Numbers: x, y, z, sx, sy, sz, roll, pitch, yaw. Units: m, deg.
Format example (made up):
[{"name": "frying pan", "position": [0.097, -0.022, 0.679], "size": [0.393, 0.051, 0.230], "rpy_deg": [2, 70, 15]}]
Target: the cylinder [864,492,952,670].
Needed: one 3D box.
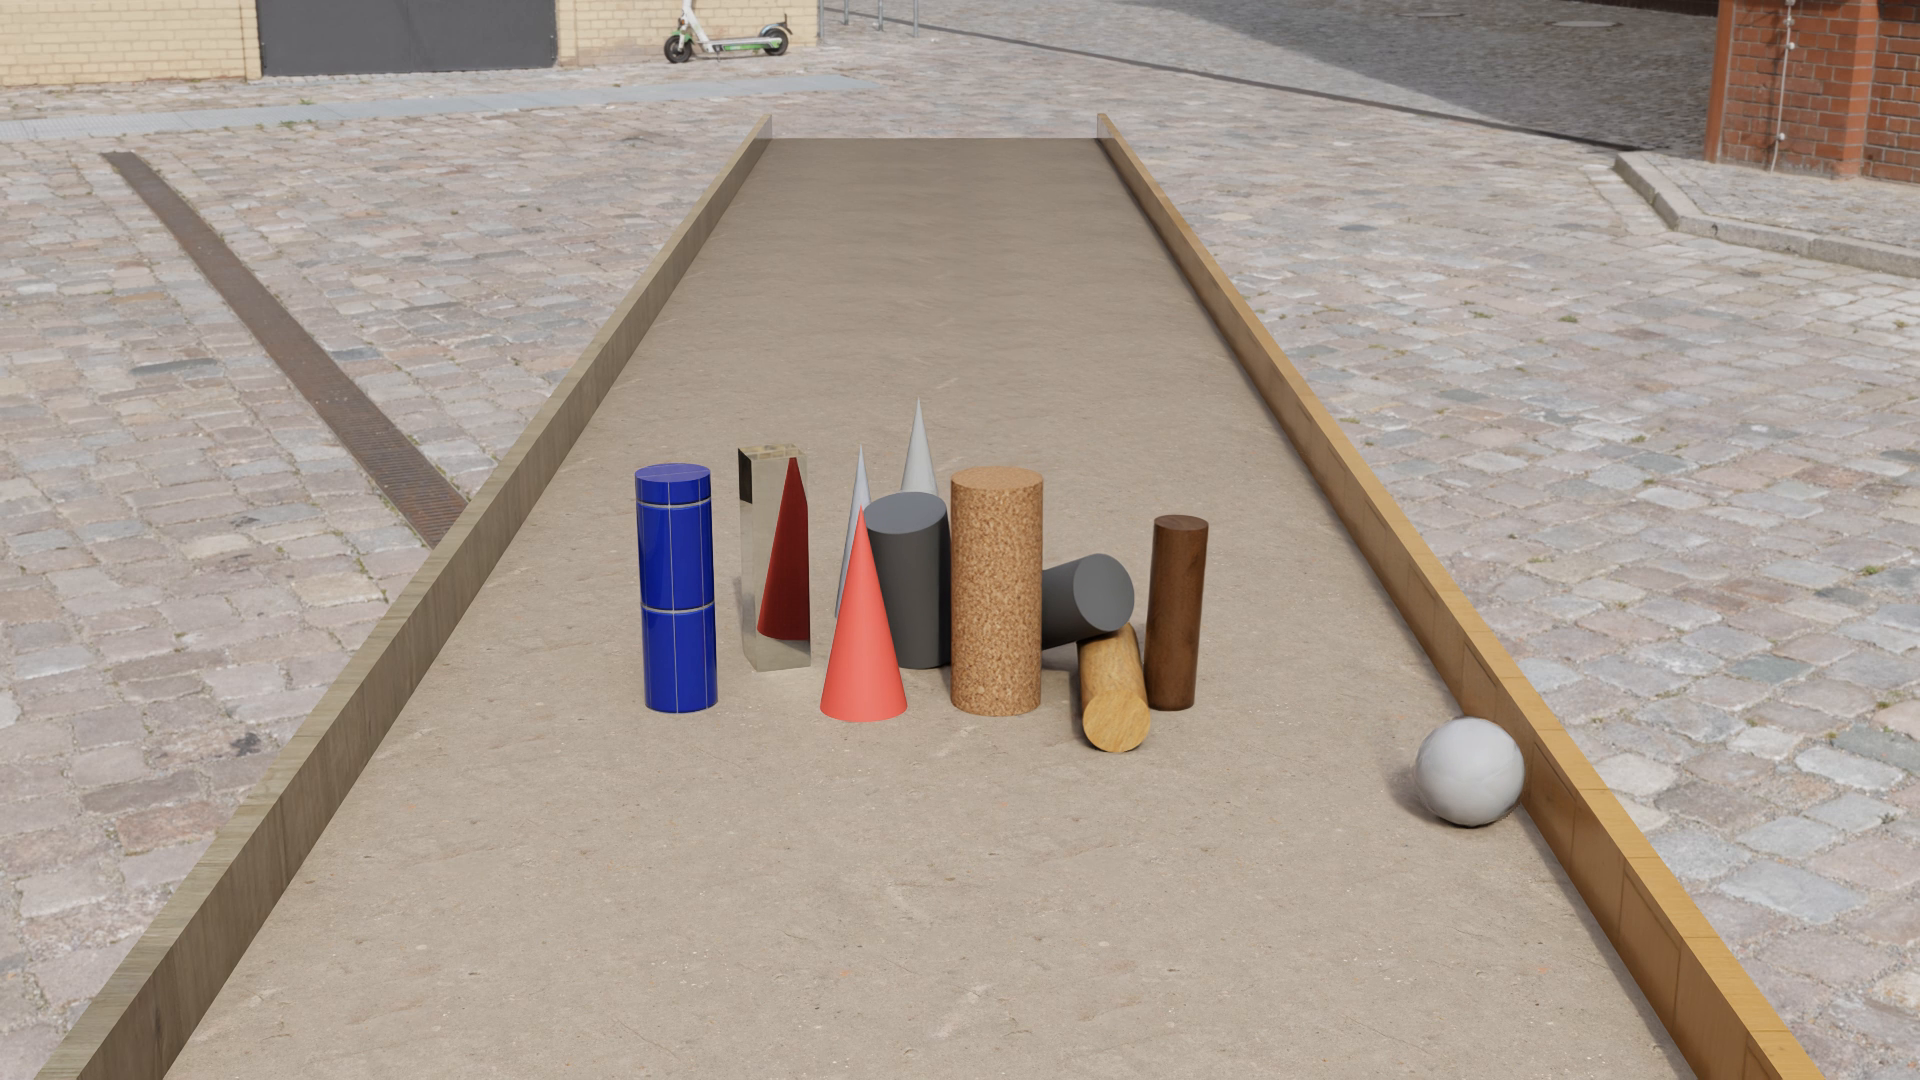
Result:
[{"name": "cylinder", "position": [-0.092, 0.080, 4.357], "size": [0.168, 0.310, 0.168], "rpy_deg": [-6, 29, 3]}]

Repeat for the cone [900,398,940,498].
[{"name": "cone", "position": [-0.091, -0.116, 4.879], "size": [0.164, 0.419, 0.164], "rpy_deg": [0, 17, 0]}]

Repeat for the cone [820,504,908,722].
[{"name": "cone", "position": [-0.183, 0.124, 4.111], "size": [0.166, 0.399, 0.166], "rpy_deg": [0, 17, 0]}]

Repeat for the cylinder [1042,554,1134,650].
[{"name": "cylinder", "position": [0.171, 0.135, 4.277], "size": [0.150, 0.150, 0.347], "rpy_deg": [-13, -4, -38]}]

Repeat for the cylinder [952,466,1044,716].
[{"name": "cylinder", "position": [0.069, 0.096, 4.132], "size": [0.171, 0.440, 0.171], "rpy_deg": [0, 17, 0]}]

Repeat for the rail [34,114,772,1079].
[{"name": "rail", "position": [-1.118, -0.838, 7.780], "size": [0.050, 0.150, 12.000], "rpy_deg": [0, 17, -1]}]

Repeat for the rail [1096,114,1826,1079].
[{"name": "rail", "position": [0.932, -0.844, 7.801], "size": [0.050, 0.150, 12.000], "rpy_deg": [0, 17, -1]}]

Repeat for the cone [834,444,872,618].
[{"name": "cone", "position": [-0.207, -0.022, 4.637], "size": [0.122, 0.378, 0.122], "rpy_deg": [0, 17, 0]}]

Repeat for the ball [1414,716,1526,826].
[{"name": "ball", "position": [0.841, 0.382, 3.629], "size": [0.179, 0.179, 0.179], "rpy_deg": [0, 17, 0]}]

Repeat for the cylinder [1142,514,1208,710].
[{"name": "cylinder", "position": [0.403, 0.137, 4.136], "size": [0.102, 0.355, 0.102], "rpy_deg": [2, 17, -1]}]

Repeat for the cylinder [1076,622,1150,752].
[{"name": "cylinder", "position": [0.285, 0.263, 4.131], "size": [0.121, 0.121, 0.424], "rpy_deg": [0, 17, 1]}]

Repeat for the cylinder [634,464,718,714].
[{"name": "cylinder", "position": [-0.531, 0.091, 4.128], "size": [0.139, 0.451, 0.139], "rpy_deg": [0, 17, 0]}]

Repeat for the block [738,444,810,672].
[{"name": "block", "position": [-0.367, 0.035, 4.350], "size": [0.110, 0.432, 0.110], "rpy_deg": [-6, 17, -18]}]
